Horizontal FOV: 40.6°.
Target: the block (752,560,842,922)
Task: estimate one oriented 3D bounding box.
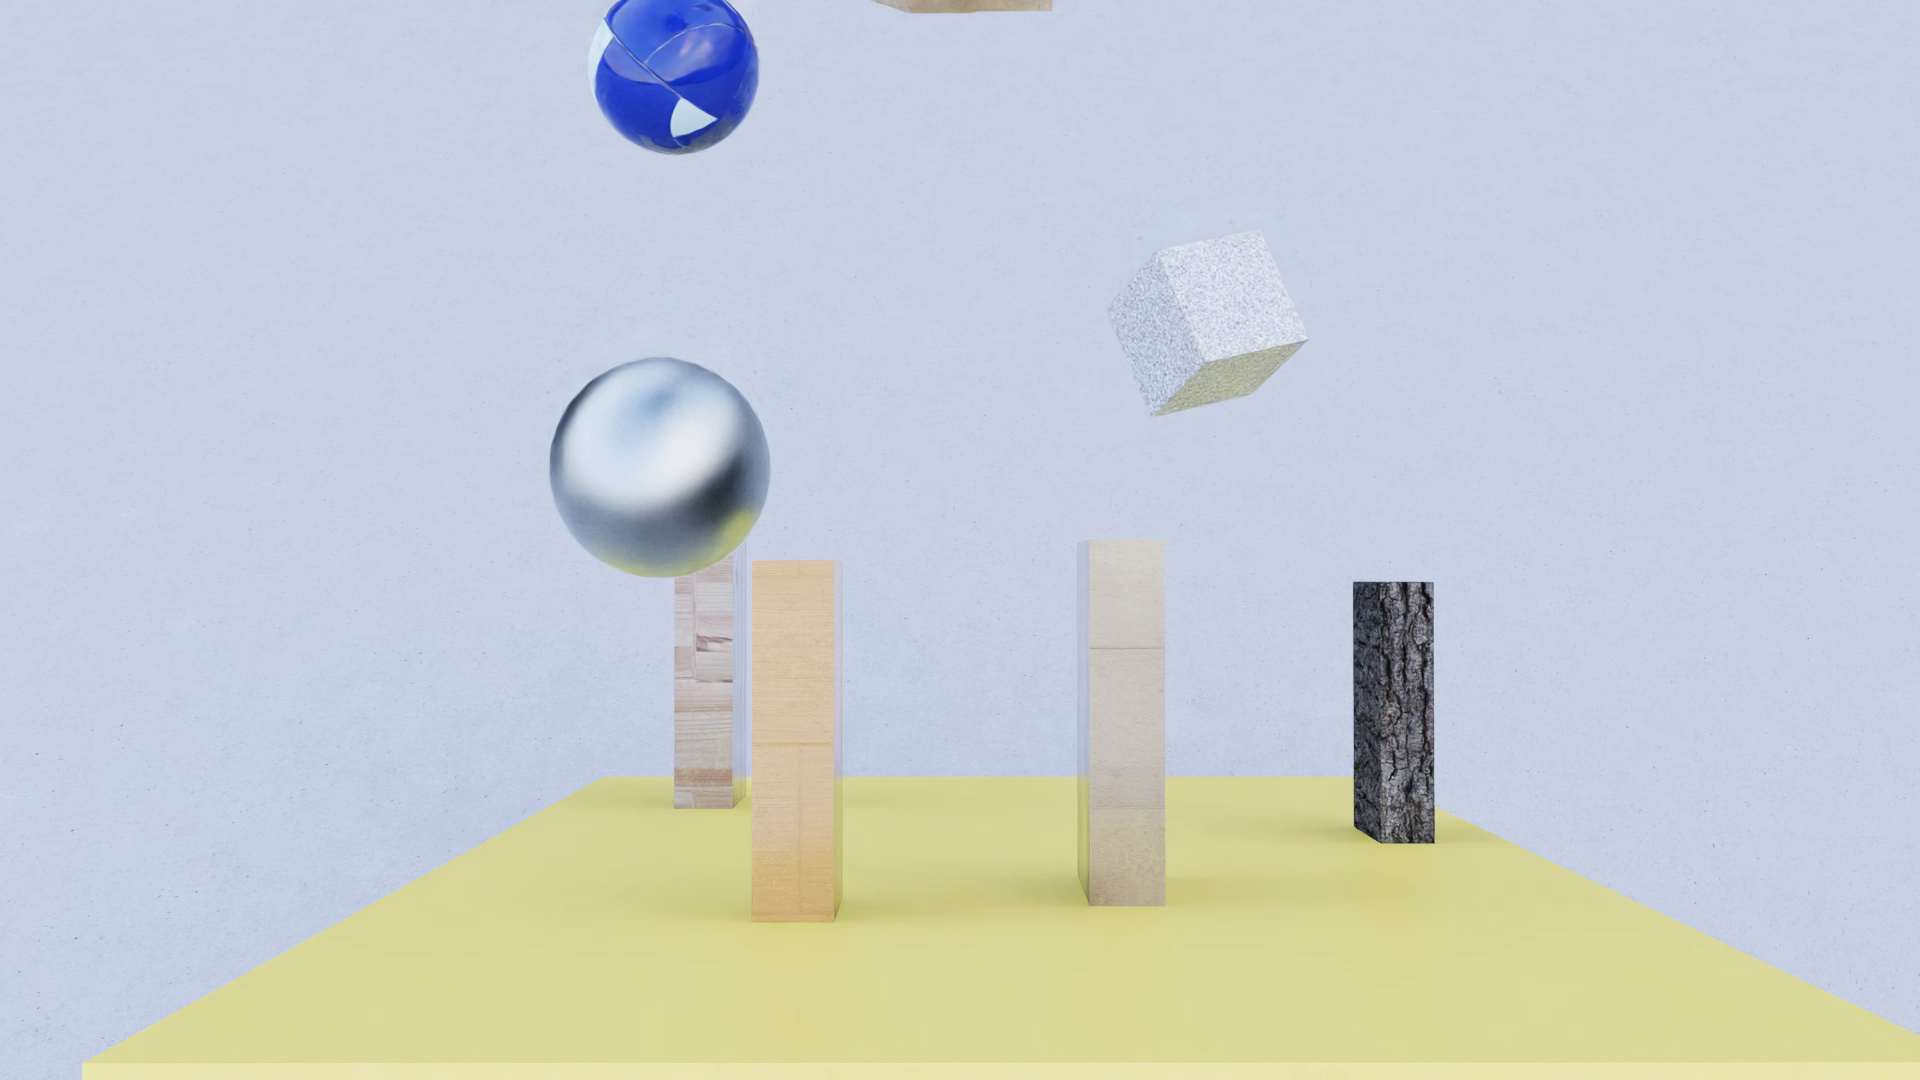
[{"bbox_3d":[-0.249,0.302,4.015,0.123,0.540,0.296,0,-1,0],"label":"block"}]

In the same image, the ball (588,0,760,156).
[{"bbox_3d":[-0.236,-0.390,2.147,0.142,0.142,0.142,0,33,0],"label":"ball"}]

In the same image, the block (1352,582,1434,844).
[{"bbox_3d":[0.867,0.337,5.196,0.104,0.507,0.347,0,-1,0],"label":"block"}]

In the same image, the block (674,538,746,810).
[{"bbox_3d":[-0.573,0.232,5.981,0.130,0.743,0.382,0,-1,0],"label":"block"}]

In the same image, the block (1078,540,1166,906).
[{"bbox_3d":[0.262,0.289,4.270,0.118,0.574,0.424,0,-1,0],"label":"block"}]

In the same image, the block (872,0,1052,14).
[{"bbox_3d":[-0.019,-0.630,2.592,0.171,0.171,0.171,-9,26,-34],"label":"block"}]

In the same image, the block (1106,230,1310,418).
[{"bbox_3d":[0.240,-0.211,2.536,0.122,0.122,0.122,-14,73,-27],"label":"block"}]

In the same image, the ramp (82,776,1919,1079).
[{"bbox_3d":[0.072,0.634,4.736,2.000,0.100,4.000,0,-1,0],"label":"ramp"}]

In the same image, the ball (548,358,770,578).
[{"bbox_3d":[-0.264,-0.064,2.287,0.195,0.195,0.195,0,33,0],"label":"ball"}]
